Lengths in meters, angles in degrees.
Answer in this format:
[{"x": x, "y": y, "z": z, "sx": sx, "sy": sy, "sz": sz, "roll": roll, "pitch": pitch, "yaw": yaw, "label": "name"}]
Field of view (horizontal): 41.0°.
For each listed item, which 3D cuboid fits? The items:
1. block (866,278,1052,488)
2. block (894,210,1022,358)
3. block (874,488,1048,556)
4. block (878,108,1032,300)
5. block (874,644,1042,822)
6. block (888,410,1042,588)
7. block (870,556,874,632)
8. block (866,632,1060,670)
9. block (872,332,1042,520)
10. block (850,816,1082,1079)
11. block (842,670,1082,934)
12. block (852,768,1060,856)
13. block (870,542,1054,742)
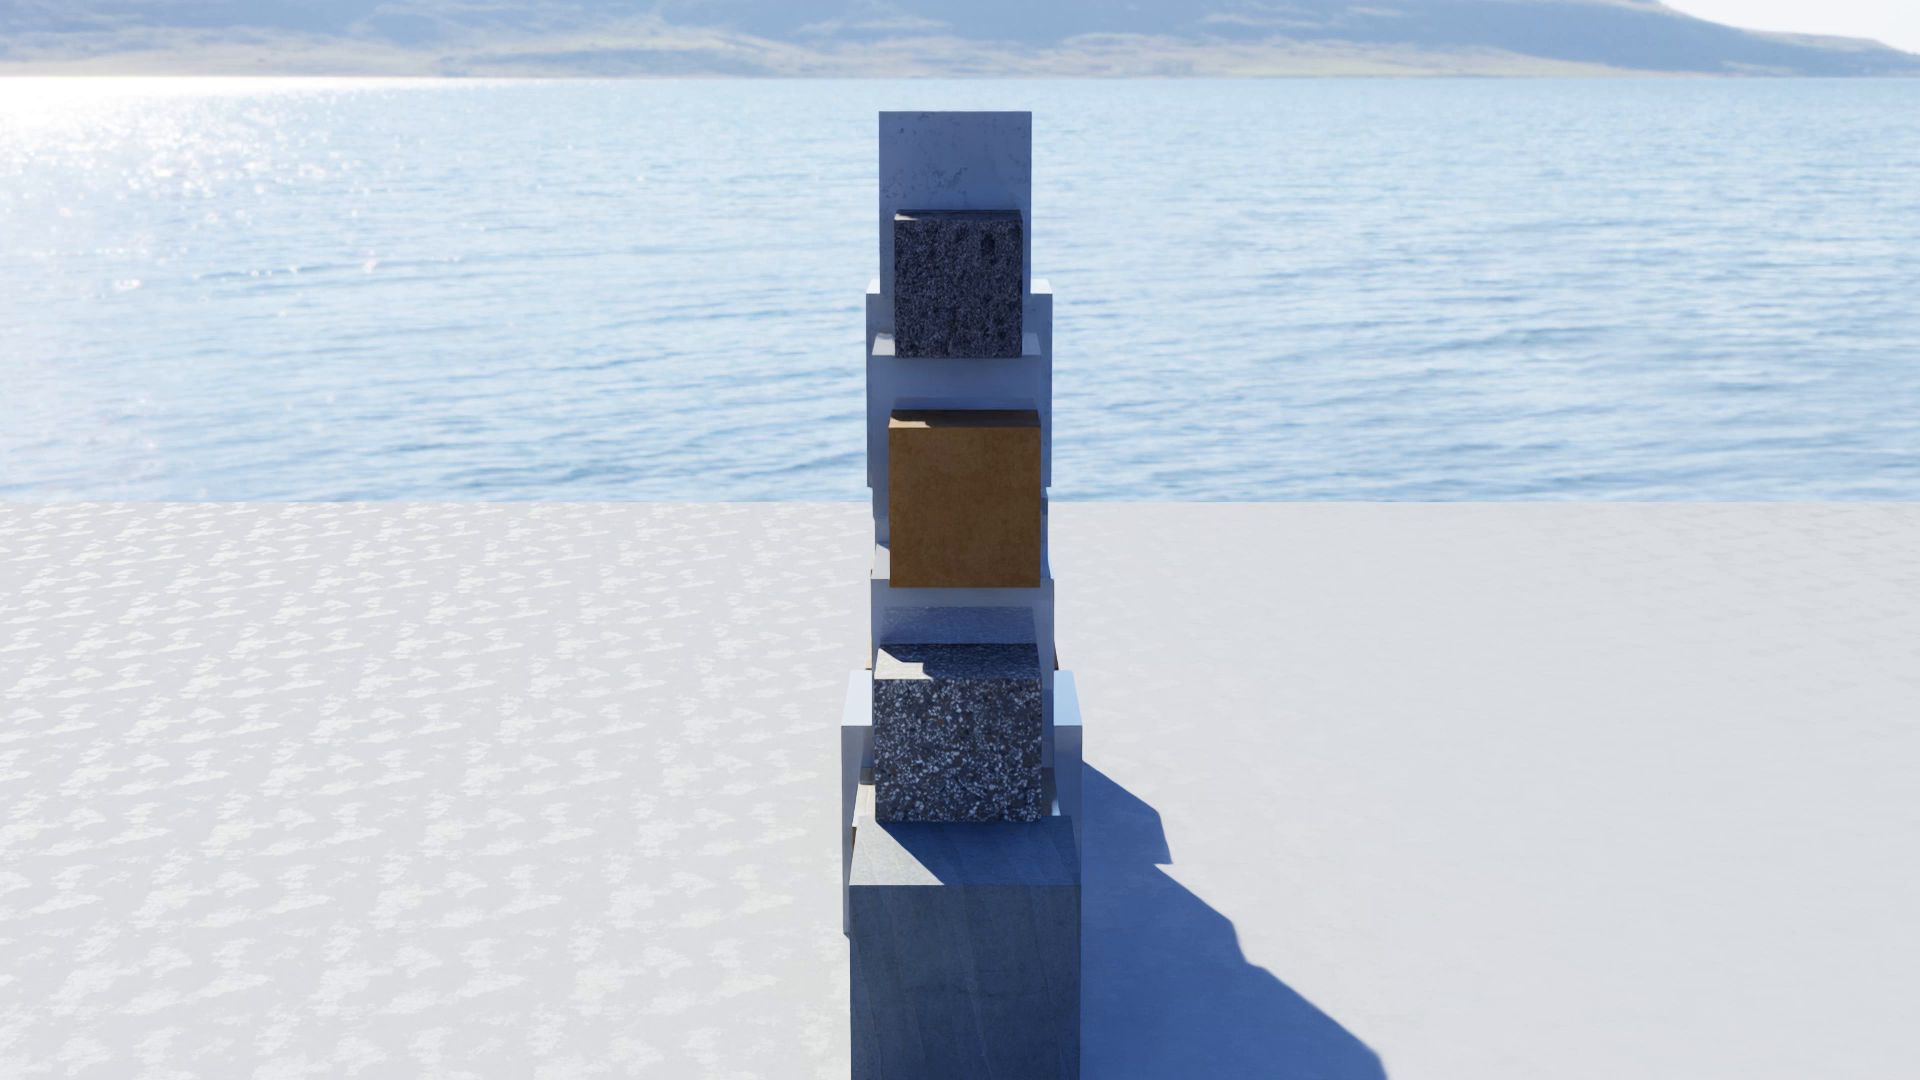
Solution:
[{"x": -0.003, "y": -0.708, "z": 11.397, "sx": 0.798, "sy": 0.840, "sz": 0.755, "roll": 0, "pitch": 10, "yaw": 0, "label": "block"}, {"x": -0.006, "y": -1.038, "z": 10.351, "sx": 0.505, "sy": 0.545, "sz": 0.490, "roll": 0, "pitch": 12, "yaw": 0, "label": "block"}, {"x": 0.006, "y": 0.169, "z": 11.283, "sx": 0.734, "sy": 0.846, "sz": 0.753, "roll": 0, "pitch": 10, "yaw": 0, "label": "block"}, {"x": -0.020, "y": -1.436, "z": 10.898, "sx": 0.628, "sy": 0.771, "sz": 0.658, "roll": 0, "pitch": 10, "yaw": 0, "label": "block"}, {"x": -0.007, "y": 0.729, "z": 9.855, "sx": 0.620, "sy": 0.543, "sz": 0.653, "roll": 0, "pitch": 9, "yaw": 0, "label": "block"}, {"x": 0.019, "y": -0.170, "z": 10.109, "sx": 0.582, "sy": 0.625, "sz": 0.503, "roll": 0, "pitch": 11, "yaw": 0, "label": "block"}, {"x": -0.019, "y": 0.585, "z": 13.427, "sx": 0.863, "sy": 1.045, "sz": 0.844, "roll": 0, "pitch": 10, "yaw": 0, "label": "block"}, {"x": 0.009, "y": 0.934, "z": 11.933, "sx": 0.865, "sy": 0.892, "sz": 0.837, "roll": 0, "pitch": 10, "yaw": 0, "label": "block"}, {"x": -0.013, "y": -0.486, "z": 10.671, "sx": 0.681, "sy": 0.669, "sz": 0.714, "roll": 0, "pitch": 12, "yaw": 0, "label": "block"}, {"x": 0.018, "y": 1.482, "z": 9.308, "sx": 0.799, "sy": 0.753, "sz": 0.841, "roll": 0, "pitch": 10, "yaw": 0, "label": "block"}, {"x": 0.008, "y": 1.103, "z": 11.025, "sx": 0.986, "sy": 0.886, "sz": 0.989, "roll": 0, "pitch": 10, "yaw": 0, "label": "block"}, {"x": -0.011, "y": 1.354, "z": 10.140, "sx": 0.788, "sy": 0.708, "sz": 0.822, "roll": 0, "pitch": 10, "yaw": 0, "label": "block"}, {"x": 0.011, "y": 0.407, "z": 10.534, "sx": 0.723, "sy": 0.660, "sz": 0.788, "roll": 0, "pitch": 10, "yaw": 0, "label": "block"}]
